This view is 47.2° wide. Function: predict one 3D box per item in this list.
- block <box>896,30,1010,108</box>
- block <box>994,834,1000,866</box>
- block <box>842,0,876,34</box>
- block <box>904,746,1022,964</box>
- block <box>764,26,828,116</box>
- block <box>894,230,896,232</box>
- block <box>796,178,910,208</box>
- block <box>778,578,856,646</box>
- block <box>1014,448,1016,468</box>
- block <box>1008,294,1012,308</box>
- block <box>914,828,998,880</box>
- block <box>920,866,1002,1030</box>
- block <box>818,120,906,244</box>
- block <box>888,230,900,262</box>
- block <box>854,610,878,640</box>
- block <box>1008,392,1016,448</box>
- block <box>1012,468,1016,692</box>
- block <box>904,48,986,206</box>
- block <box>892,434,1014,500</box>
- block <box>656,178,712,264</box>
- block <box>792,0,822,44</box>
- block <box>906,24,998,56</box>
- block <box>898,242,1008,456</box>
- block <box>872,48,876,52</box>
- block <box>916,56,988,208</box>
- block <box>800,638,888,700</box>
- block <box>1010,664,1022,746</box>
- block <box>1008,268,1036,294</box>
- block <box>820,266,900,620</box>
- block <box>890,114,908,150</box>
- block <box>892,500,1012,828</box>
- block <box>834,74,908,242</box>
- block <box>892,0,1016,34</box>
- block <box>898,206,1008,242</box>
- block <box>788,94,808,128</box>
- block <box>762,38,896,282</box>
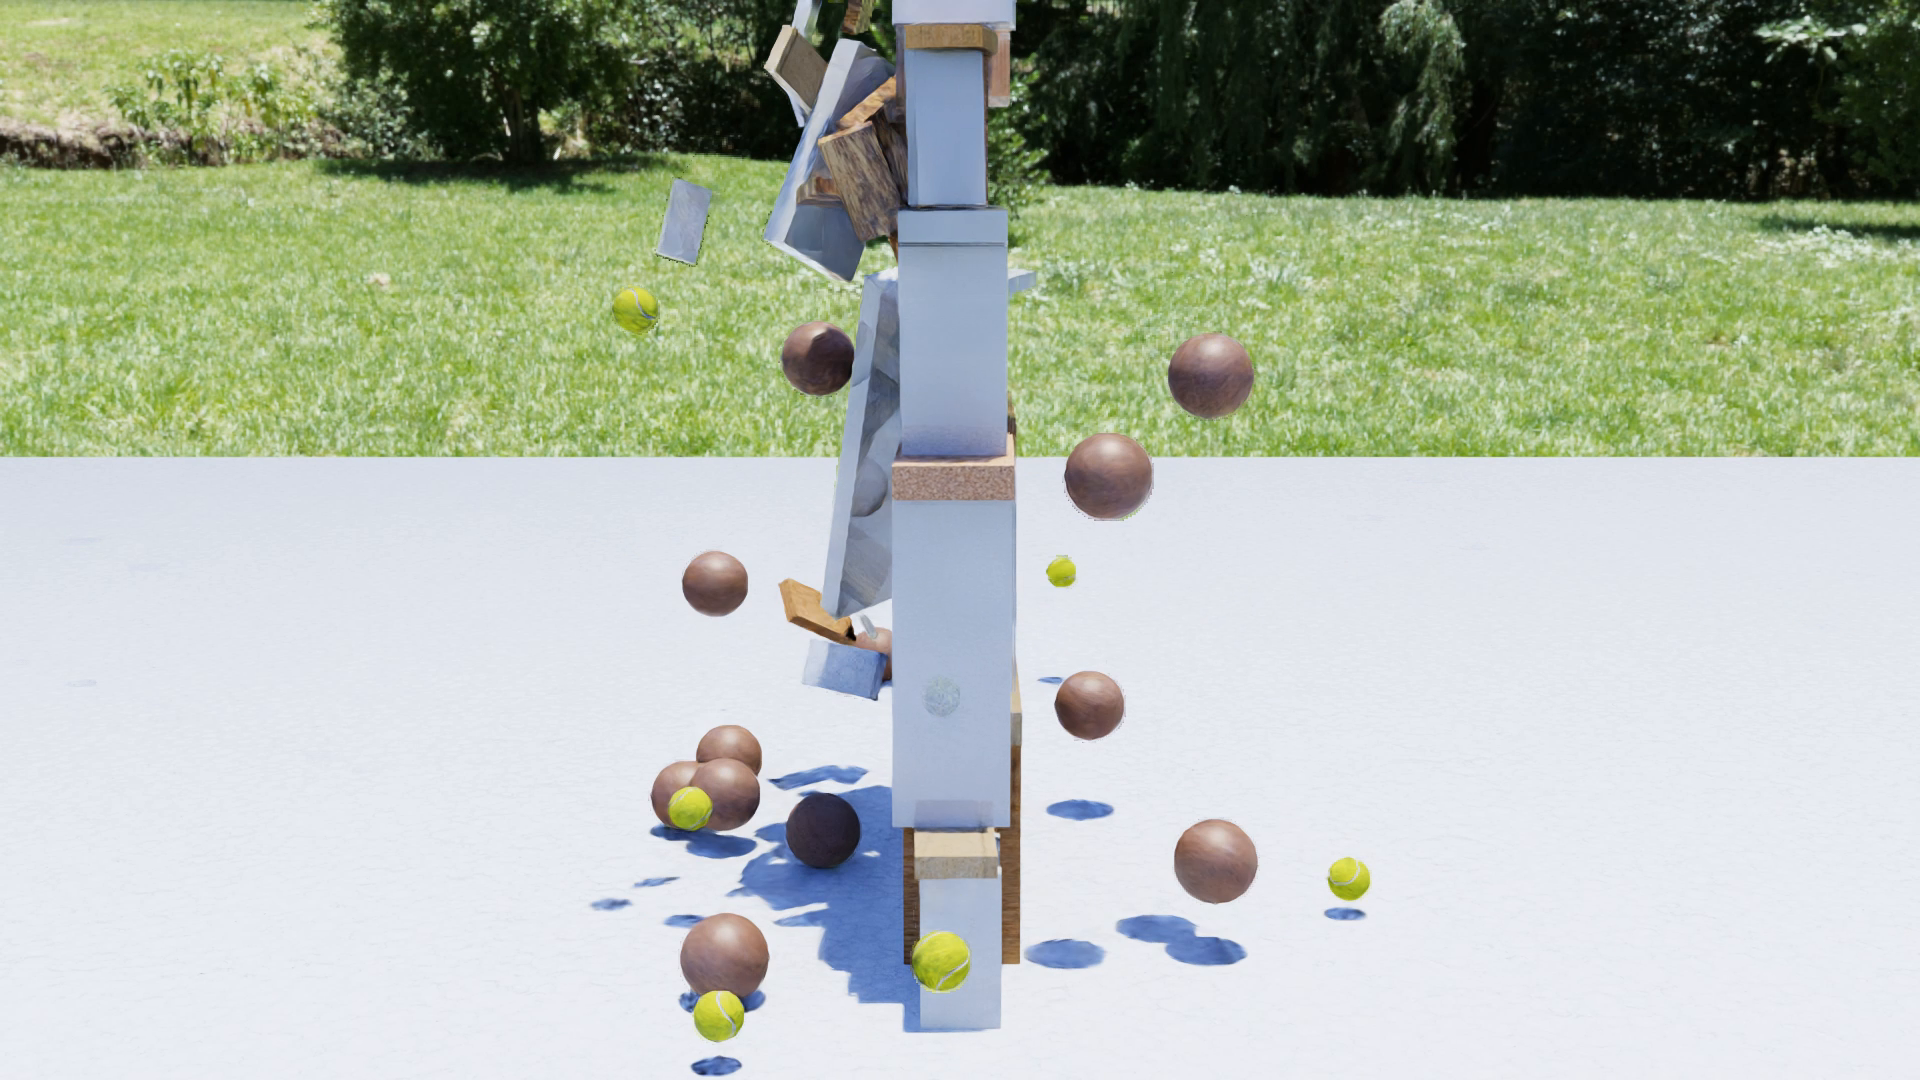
[{"bbox_3d":[-0.012,-0.840,3.261,0.167,0.398,0.047,0,-9,-1],"label":"block"},{"bbox_3d":[0.001,0.549,3.258,0.115,0.229,0.033,0,12,0],"label":"block"},{"bbox_3d":[-0.147,-0.883,3.497,0.022,0.152,0.076,21,21,8],"label":"block"},{"bbox_3d":[0.003,0.469,3.349,0.178,0.355,0.050,0,11,0],"label":"block"},{"bbox_3d":[-0.246,-0.730,3.435,0.022,0.076,0.152,17,-12,30],"label":"block"},{"bbox_3d":[-0.048,-0.512,3.435,0.093,0.026,0.185,-9,12,25],"label":"block"},{"bbox_3d":[-0.161,-0.535,3.412,0.168,0.024,0.084,1,-4,-26],"label":"block"},{"bbox_3d":[-0.275,0.141,4.260,0.025,0.088,0.175,-34,-37,25],"label":"block"},{"bbox_3d":[0.007,-0.010,3.835,0.174,0.390,0.049,4,12,19],"label":"block"},{"bbox_3d":[0.022,-0.344,3.744,0.092,0.184,0.026,9,19,-14],"label":"block"},{"bbox_3d":[-0.009,0.433,3.164,0.115,0.033,0.229,0,11,-2],"label":"block"},{"bbox_3d":[0.001,0.577,3.110,0.115,0.229,0.033,0,10,0],"label":"block"},{"bbox_3d":[-0.141,-0.537,3.302,0.084,0.168,0.024,-18,30,9],"label":"block"},{"bbox_3d":[-0.037,-0.404,3.436,0.093,0.185,0.026,-11,29,15],"label":"block"},{"bbox_3d":[-0.192,0.146,4.274,0.017,0.061,0.122,-32,-24,-4],"label":"block"},{"bbox_3d":[0.001,-0.202,3.662,0.174,0.049,0.348,0,11,0],"label":"block"},{"bbox_3d":[0.000,0.062,3.357,0.170,0.339,0.048,0,11,0],"label":"block"},{"bbox_3d":[-0.020,-0.563,3.005,0.104,0.208,0.029,-5,9,-27],"label":"block"},{"bbox_3d":[-0.006,-0.109,3.210,0.170,0.048,0.339,0,10,1],"label":"block"},{"bbox_3d":[-0.436,-0.505,3.487,0.061,0.121,0.017,14,-4,-27],"label":"block"},{"bbox_3d":[-0.246,-0.833,3.511,0.022,0.152,0.076,14,-8,4],"label":"block"},{"bbox_3d":[-0.010,-0.689,3.040,0.104,0.029,0.208,0,9,7],"label":"block"},{"bbox_3d":[-0.009,-0.270,3.104,0.151,0.301,0.043,0,20,2],"label":"block"},{"bbox_3d":[-0.171,-0.756,3.658,0.061,0.121,0.017,-3,36,-6],"label":"block"},{"bbox_3d":[-0.012,-0.576,3.111,0.104,0.208,0.029,0,13,1],"label":"block"},{"bbox_3d":[-0.217,0.242,4.122,0.175,0.088,0.025,9,-7,39],"label":"block"},{"bbox_3d":[0.003,0.247,3.429,0.178,0.050,0.356,0,11,0],"label":"block"},{"bbox_3d":[0.044,-0.425,3.639,0.092,0.026,0.184,9,18,28],"label":"block"},{"bbox_3d":[-0.128,-0.170,3.914,0.171,0.724,0.048,-21,47,-33],"label":"block"},{"bbox_3d":[-0.049,-0.609,3.359,0.024,0.084,0.168,-39,21,-10],"label":"block"},{"bbox_3d":[-0.012,0.173,3.151,0.170,0.483,0.048,0,11,-1],"label":"block"},{"bbox_3d":[-0.064,-0.579,3.550,0.171,0.341,0.048,-43,43,-18],"label":"block"},{"bbox_3d":[-0.007,-0.877,3.052,0.167,0.334,0.047,0,-3,6],"label":"block"},{"bbox_3d":[-0.013,-0.453,3.143,0.151,0.043,0.301,0,10,-1],"label":"block"},{"bbox_3d":[-0.247,-0.721,3.483,0.017,0.121,0.061,22,57,33],"label":"block"},{"bbox_3d":[-0.183,-0.603,3.507,0.048,0.341,0.171,17,-5,40],"label":"block"}]
